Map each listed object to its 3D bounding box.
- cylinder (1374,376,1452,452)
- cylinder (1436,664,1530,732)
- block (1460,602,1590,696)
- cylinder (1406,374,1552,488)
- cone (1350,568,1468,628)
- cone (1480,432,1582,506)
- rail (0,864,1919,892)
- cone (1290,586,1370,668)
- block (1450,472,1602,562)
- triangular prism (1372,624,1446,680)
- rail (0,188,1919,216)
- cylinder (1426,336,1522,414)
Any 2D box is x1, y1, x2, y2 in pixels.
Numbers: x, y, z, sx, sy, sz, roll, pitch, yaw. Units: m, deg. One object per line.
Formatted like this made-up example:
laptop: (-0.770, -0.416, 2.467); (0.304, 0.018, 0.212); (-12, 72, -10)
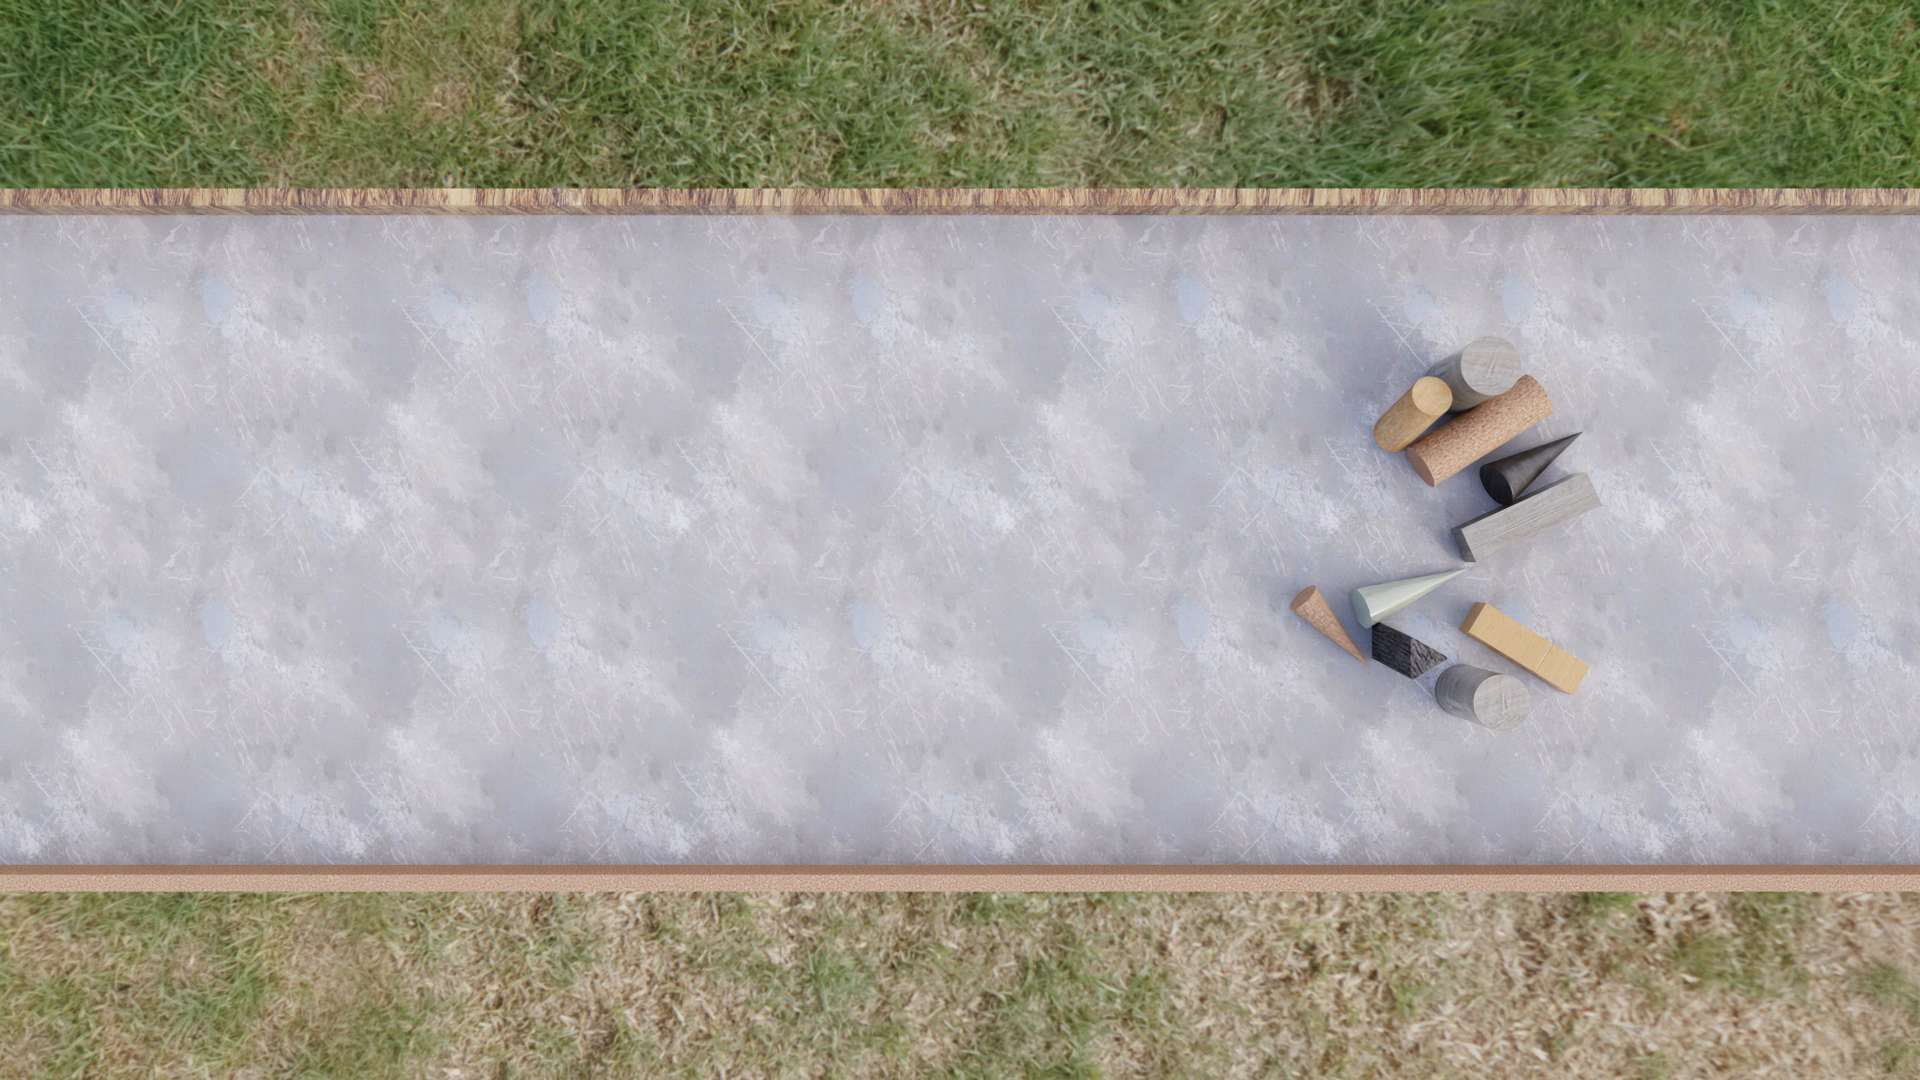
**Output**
cylinder: (1.342, -0.370, 4.902); (0.119, 0.330, 0.119); (1, 74, -5)
cylinder: (1.543, 0.464, 4.886); (0.162, 0.381, 0.162); (0, 90, 0)
block: (1.718, 0.329, 5.026); (0.368, 0.102, 0.102); (31, 90, 0)
cylinder: (1.575, -0.331, 5.005); (0.418, 0.143, 0.143); (-32, 90, 0)
cone: (1.394, 0.147, 5.045); (0.380, 0.128, 0.128); (-19, 90, -10)
cone: (1.774, -0.251, 5.041); (0.345, 0.143, 0.143); (-30, 90, -12)
rail: (-2.247, 1.025, 5.001); (12.000, 0.150, 0.050); (0, 90, 0)
cone: (1.157, 0.287, 5.051); (0.103, 0.103, 0.323); (-45, 99, 0)
block: (1.721, -0.069, 5.021); (0.416, 0.110, 0.110); (-25, 90, 0)
triangular prism: (1.305, 0.308, 4.889); (0.119, 0.365, 0.103); (-31, 96, 0)
rail: (-2.247, -1.025, 5.002); (12.000, 0.150, 0.050); (0, 90, 0)
cylinder: (1.509, -0.483, 4.875); (0.171, 0.392, 0.171); (0, 86, 1)
